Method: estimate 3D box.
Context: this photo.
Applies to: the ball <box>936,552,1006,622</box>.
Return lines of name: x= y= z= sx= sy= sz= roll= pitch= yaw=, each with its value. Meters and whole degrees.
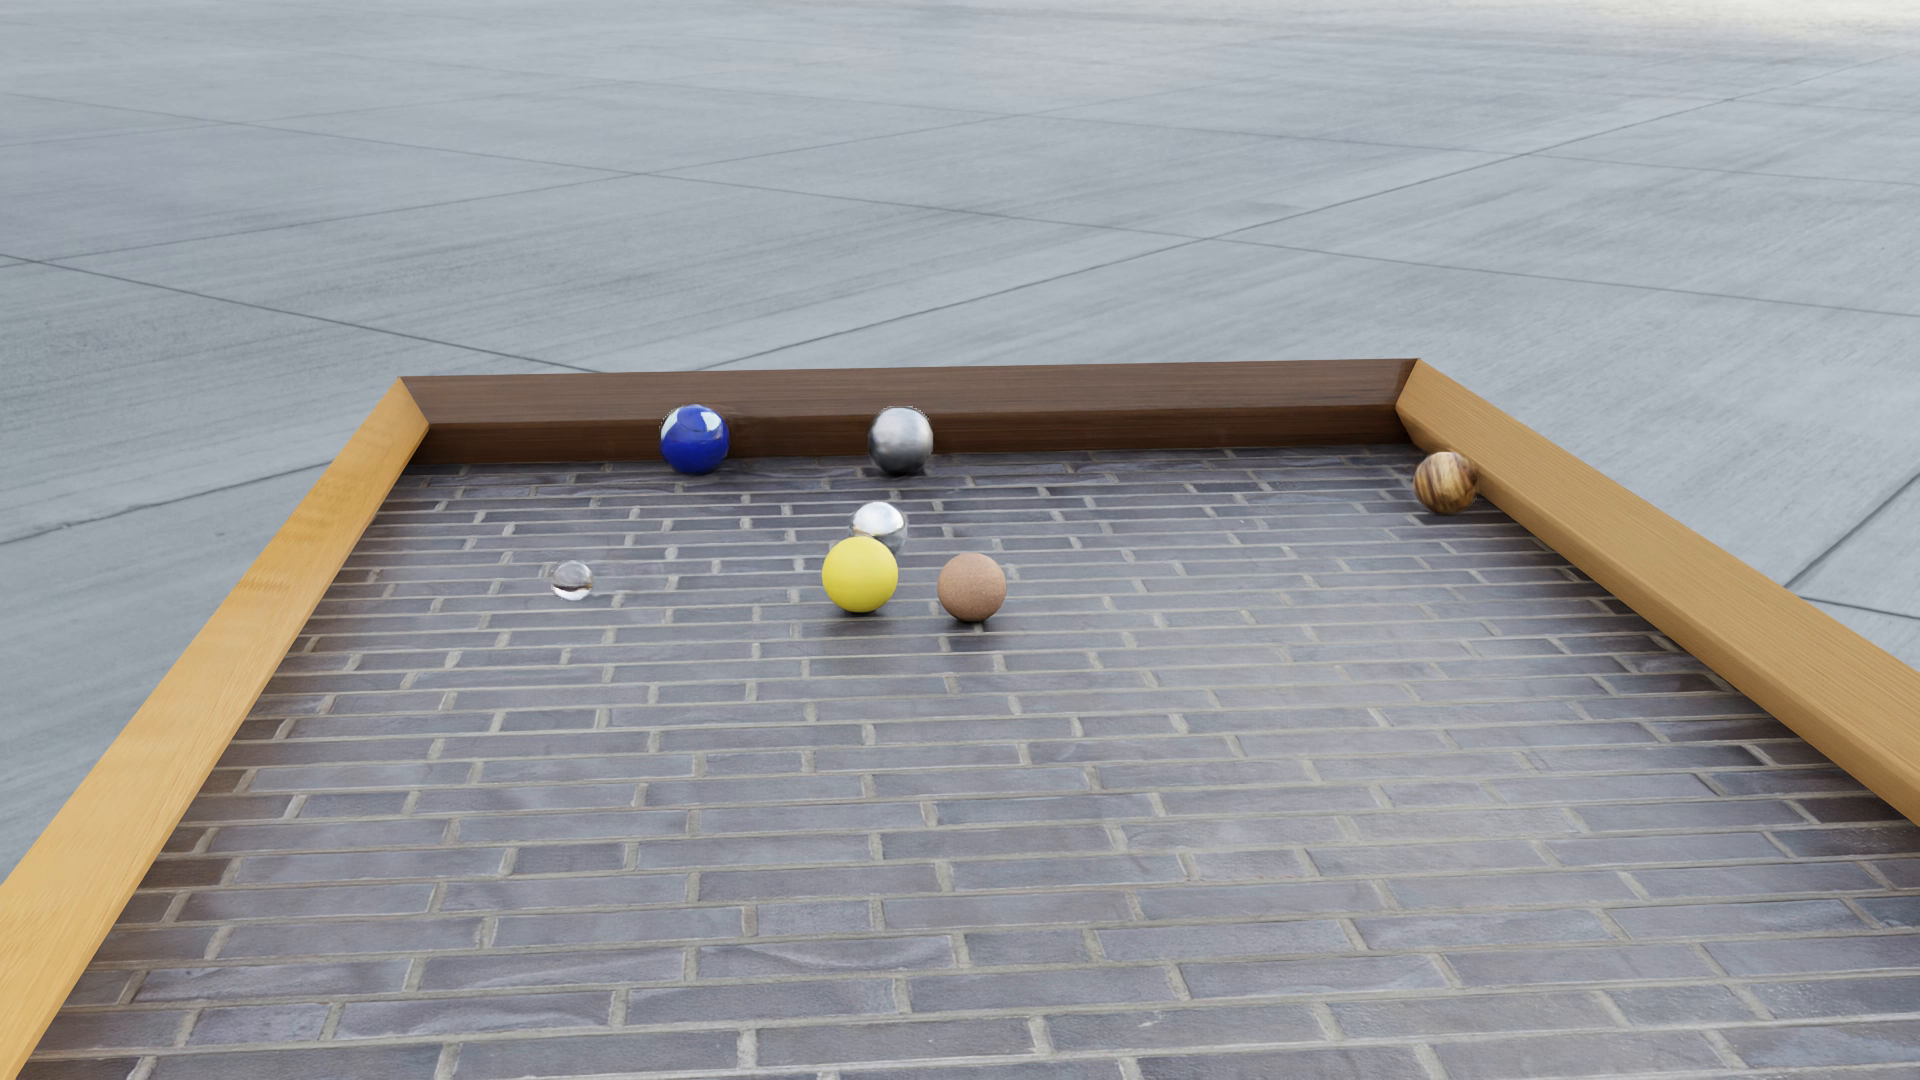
ball: x=0.013 y=0.053 z=2.450 sx=0.078 sy=0.078 sz=0.078 roll=0 pitch=15 yaw=0

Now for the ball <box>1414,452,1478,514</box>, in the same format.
ball: x=0.641 y=-0.075 z=2.903 sx=0.084 sy=0.084 sz=0.084 roll=0 pitch=15 yaw=0

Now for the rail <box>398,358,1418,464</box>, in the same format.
rail: x=-0.057 y=-0.185 z=3.214 sx=1.499 sy=0.128 sz=0.045 roll=-1 pitch=15 yaw=-5

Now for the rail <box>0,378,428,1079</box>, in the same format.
rail: x=-0.663 y=0.160 z=1.959 sx=0.045 sy=0.128 sz=2.525 roll=-1 pitch=15 yaw=-5

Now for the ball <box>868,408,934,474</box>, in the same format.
ball: x=-0.084 y=-0.141 z=3.120 sx=0.095 sy=0.095 sz=0.095 roll=0 pitch=15 yaw=0

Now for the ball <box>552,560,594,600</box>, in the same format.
ball: x=-0.445 y=0.047 z=2.530 sx=0.046 sy=0.046 sz=0.046 roll=0 pitch=15 yaw=0

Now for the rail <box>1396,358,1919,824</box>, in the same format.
rail: x=0.782 y=0.124 z=2.091 sx=0.045 sy=0.128 sz=2.525 roll=-1 pitch=15 yaw=-5

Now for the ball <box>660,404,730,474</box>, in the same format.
ball: x=-0.376 y=-0.143 z=3.121 sx=0.098 sy=0.098 sz=0.098 roll=0 pitch=15 yaw=0

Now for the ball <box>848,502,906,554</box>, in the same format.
ball: x=-0.101 y=-0.011 z=2.692 sx=0.071 sy=0.071 sz=0.071 roll=0 pitch=15 yaw=0

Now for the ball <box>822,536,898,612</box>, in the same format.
ball: x=-0.113 y=0.039 z=2.482 sx=0.086 sy=0.086 sz=0.086 roll=0 pitch=15 yaw=0
